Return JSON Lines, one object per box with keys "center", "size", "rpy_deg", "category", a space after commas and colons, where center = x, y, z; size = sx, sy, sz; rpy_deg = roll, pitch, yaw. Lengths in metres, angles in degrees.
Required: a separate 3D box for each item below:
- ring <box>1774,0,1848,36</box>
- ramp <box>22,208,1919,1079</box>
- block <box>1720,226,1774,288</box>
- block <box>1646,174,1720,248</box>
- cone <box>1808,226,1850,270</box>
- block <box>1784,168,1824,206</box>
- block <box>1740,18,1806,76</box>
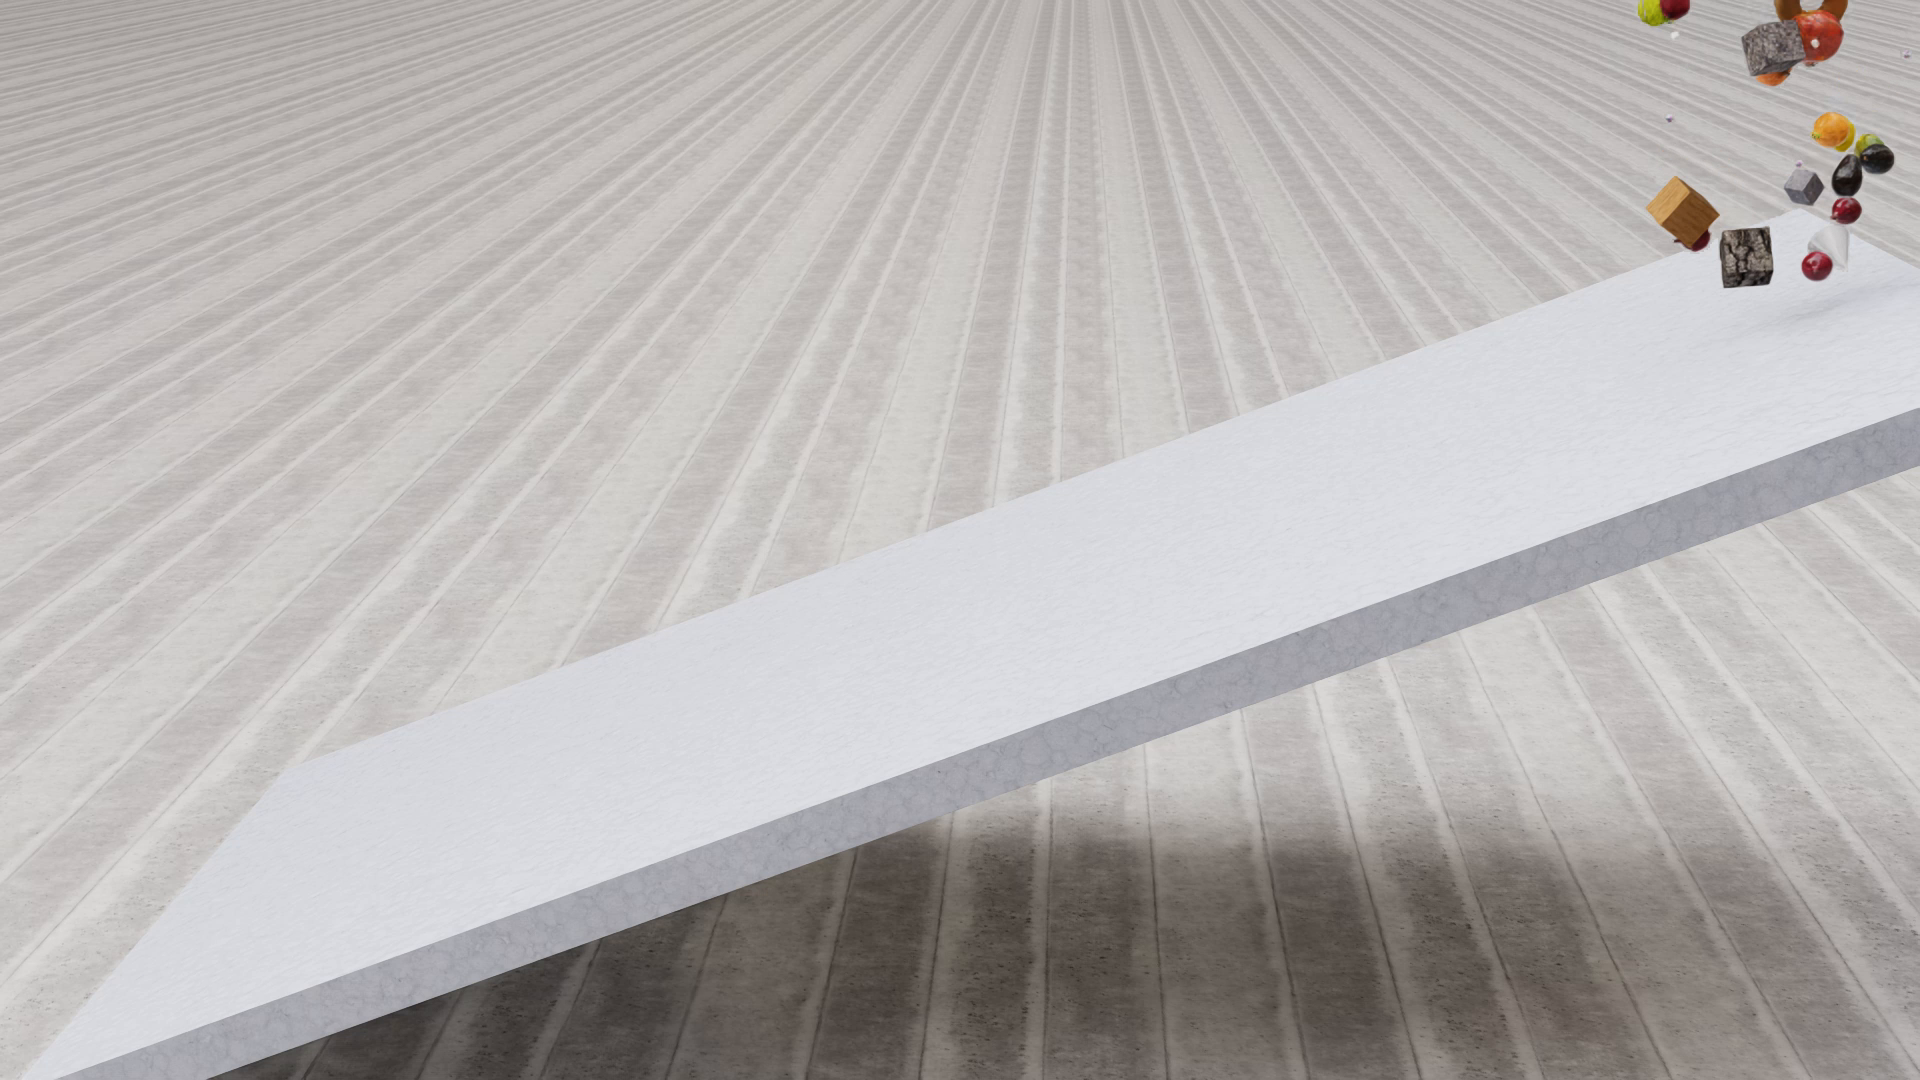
{"center": [1.740, -1.104, 6.012], "size": [0.146, 0.146, 0.049], "rpy_deg": [2, 23, 6], "category": "ring"}
{"center": [0.120, 0.175, 6.293], "size": [4.000, 0.100, 2.000], "rpy_deg": [-20, 12, 7], "category": "ramp"}
{"center": [1.595, -0.572, 5.964], "size": [0.092, 0.092, 0.092], "rpy_deg": [-4, -15, 9], "category": "block"}
{"center": [1.489, -0.677, 6.061], "size": [0.090, 0.090, 0.090], "rpy_deg": [31, 20, -24], "category": "block"}
{"center": [1.759, -0.568, 5.895], "size": [0.090, 0.090, 0.090], "rpy_deg": [-3, 43, -13], "category": "cone"}
{"center": [1.766, -0.738, 6.154], "size": [0.051, 0.051, 0.051], "rpy_deg": [23, -17, 51], "category": "block"}
{"center": [1.637, -0.991, 5.920], "size": [0.082, 0.082, 0.082], "rpy_deg": [-11, -7, -13], "category": "block"}
